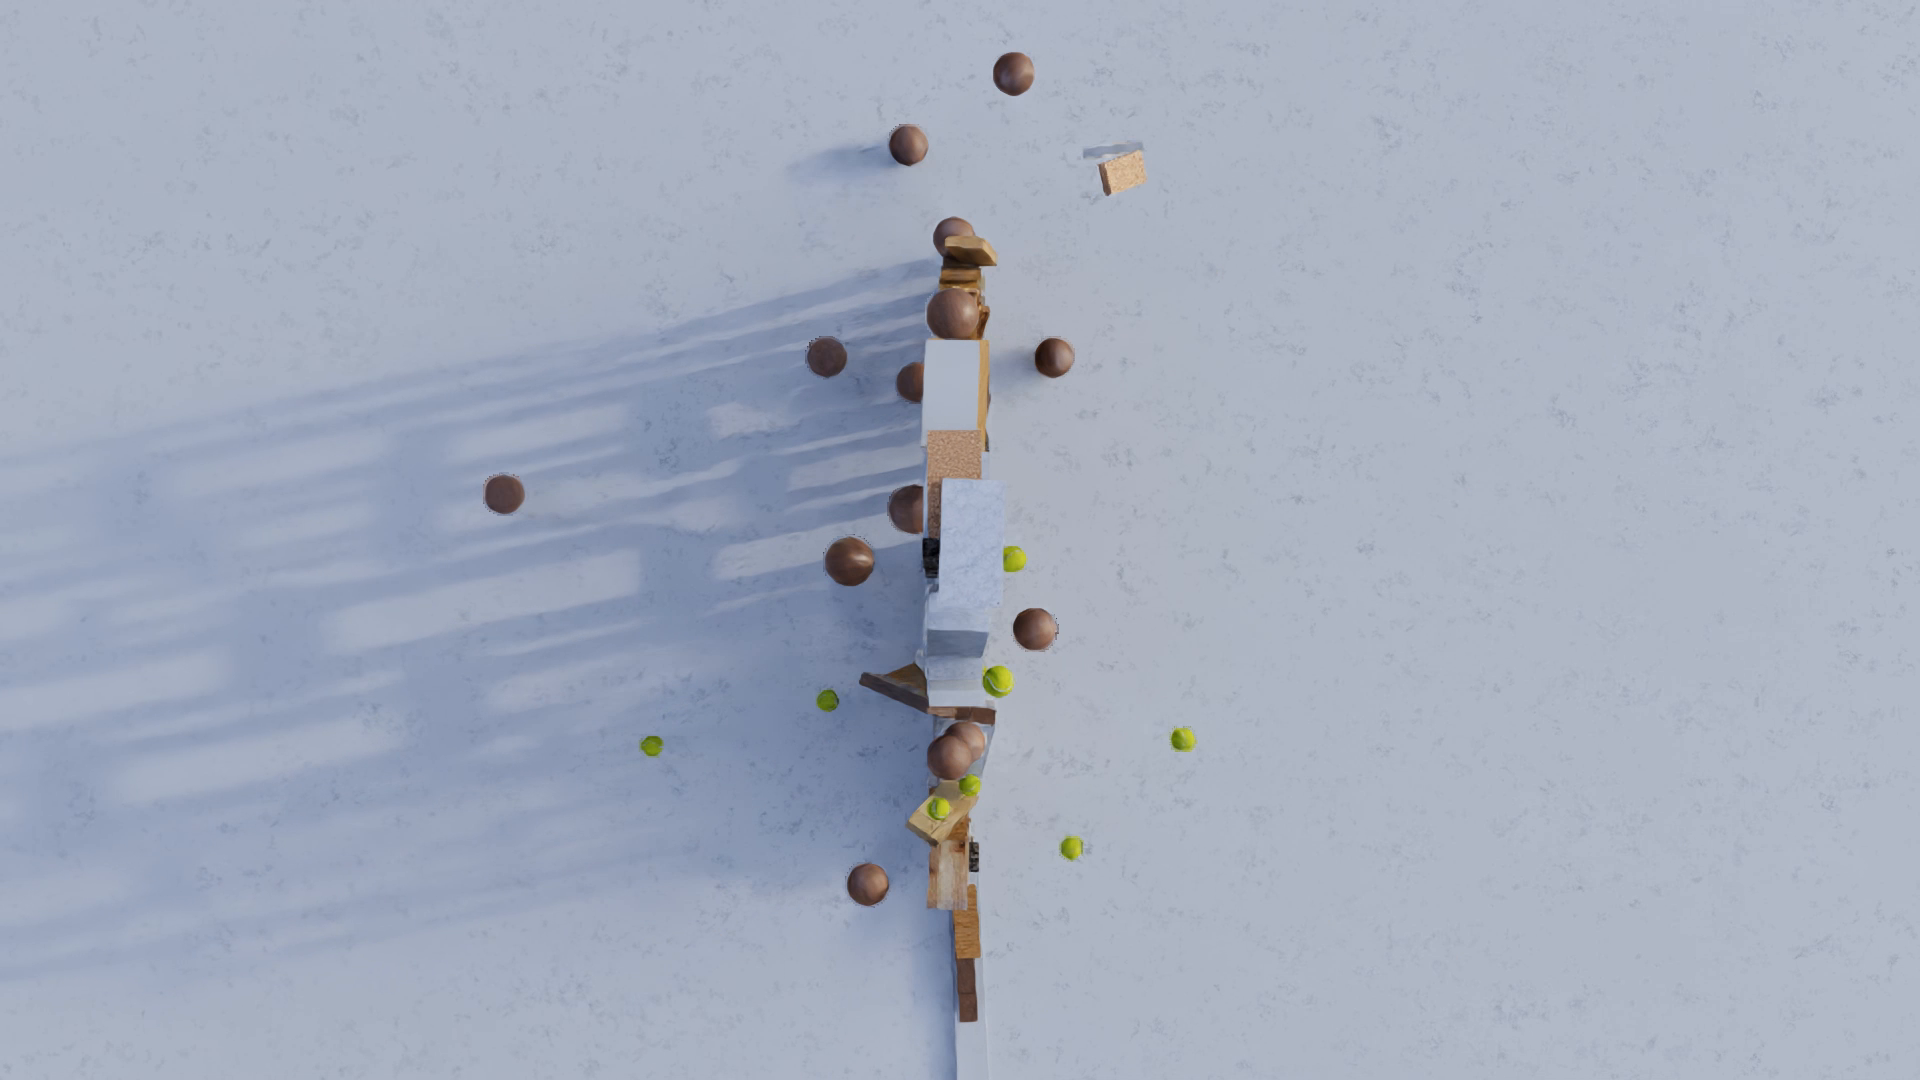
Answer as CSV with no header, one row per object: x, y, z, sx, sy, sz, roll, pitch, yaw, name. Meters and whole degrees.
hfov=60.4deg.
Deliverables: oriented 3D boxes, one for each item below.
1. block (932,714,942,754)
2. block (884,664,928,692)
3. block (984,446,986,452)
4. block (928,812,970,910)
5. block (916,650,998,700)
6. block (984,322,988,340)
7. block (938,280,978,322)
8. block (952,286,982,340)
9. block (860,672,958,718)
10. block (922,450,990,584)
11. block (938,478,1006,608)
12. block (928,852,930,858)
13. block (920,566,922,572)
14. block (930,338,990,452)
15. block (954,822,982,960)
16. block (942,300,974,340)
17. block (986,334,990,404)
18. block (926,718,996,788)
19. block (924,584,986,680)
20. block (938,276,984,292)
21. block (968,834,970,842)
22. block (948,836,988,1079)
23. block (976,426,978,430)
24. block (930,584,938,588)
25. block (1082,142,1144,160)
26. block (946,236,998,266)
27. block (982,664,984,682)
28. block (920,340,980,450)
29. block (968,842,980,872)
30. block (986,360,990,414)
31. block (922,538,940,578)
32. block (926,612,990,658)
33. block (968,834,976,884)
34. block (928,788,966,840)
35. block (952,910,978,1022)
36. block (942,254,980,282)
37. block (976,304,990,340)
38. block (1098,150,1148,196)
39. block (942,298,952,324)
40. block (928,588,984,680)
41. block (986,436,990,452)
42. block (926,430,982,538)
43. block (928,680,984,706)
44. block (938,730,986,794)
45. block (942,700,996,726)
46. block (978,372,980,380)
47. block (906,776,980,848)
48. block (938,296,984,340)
-0.006,0.637,5.373,0.168,0.048,0.337,2,126,0,block
-0.132,0.440,5.163,0.153,0.307,0.043,7,97,19,block
-0.008,-0.261,4.445,0.156,0.311,0.044,-2,85,0,block
-0.033,0.967,5.221,0.121,0.601,0.034,2,115,0,block
-0.013,0.415,5.081,0.153,0.357,0.043,3,103,-19,block
0.012,-0.563,4.819,0.131,0.261,0.037,2,130,0,block
-0.006,-0.665,4.591,0.106,0.212,0.030,-1,74,-1,block
0.007,-0.561,4.528,0.074,0.330,0.021,2,50,-4,block
-0.150,0.449,4.786,0.269,0.135,0.038,19,91,38,block
-0.009,-0.055,4.071,0.163,0.046,0.327,0,90,0,block
0.027,0.007,3.737,0.144,0.041,0.288,2,89,0,block
-0.038,1.035,5.356,0.121,0.060,0.017,1,115,-13,block
-0.015,0.073,4.257,0.163,0.327,0.046,12,90,0,block
-0.008,-0.363,4.281,0.156,0.044,0.311,3,81,1,block
0.012,1.141,5.410,0.080,0.023,0.447,-4,77,0,block
-0.008,-0.584,4.463,0.074,0.149,0.021,9,50,2,block
0.019,-0.569,5.198,0.141,0.040,0.282,-2,90,0,block
0.004,0.683,5.348,0.168,0.048,0.337,9,126,-5,block
-0.013,0.218,4.615,0.172,0.049,0.344,1,105,1,block
0.004,-0.778,5.086,0.131,0.829,0.037,0,97,0,block
-0.027,0.996,5.344,0.104,0.208,0.029,1,122,6,block
0.023,1.398,5.485,0.104,0.029,0.815,-3,90,0,block
-0.023,-0.260,4.107,0.131,0.263,0.037,3,91,1,block
-0.010,0.147,4.420,0.142,0.284,0.040,0,98,-1,block
0.440,-1.117,4.737,0.175,0.087,0.025,-5,98,7,block
0.034,-0.802,4.579,0.106,0.212,0.030,5,87,12,block
-0.011,0.330,4.469,0.142,0.283,0.040,-1,99,-1,block
-0.022,-0.349,3.968,0.131,0.037,0.263,2,81,1,block
0.032,1.026,5.341,0.060,0.121,0.017,-2,121,0,block
0.002,-0.417,4.524,0.156,0.417,0.044,1,81,1,block
-0.013,0.044,3.902,0.144,0.288,0.041,-1,79,0,block
-0.009,0.234,4.020,0.144,0.481,0.041,2,79,-1,block
0.005,1.049,5.408,0.080,0.023,0.159,-5,77,-1,block
-0.042,0.881,5.313,0.121,0.241,0.034,2,115,-2,block
0.011,1.299,5.462,0.060,0.017,0.590,-4,90,0,block
0.002,-0.825,4.969,0.106,1.079,0.030,0,102,0,block
0.013,-0.567,4.556,0.087,0.211,0.025,9,49,-12,block
0.456,-1.027,4.610,0.175,0.025,0.087,-30,111,-42,block
-0.005,-0.598,4.602,0.090,0.181,0.026,-1,52,-1,block
-0.010,0.268,4.284,0.142,0.040,0.283,1,105,-2,block
-0.005,-0.119,4.803,0.180,0.051,0.360,0,90,0,block
-0.012,-0.128,3.781,0.123,0.035,0.247,-1,90,0,block
-0.011,0.384,4.153,0.135,0.269,0.038,0,91,-2,block
0.003,0.715,5.268,0.135,0.324,0.038,4,51,-2,block
0.020,0.510,5.084,0.168,0.337,0.048,10,92,-1,block
-0.016,-0.433,4.136,0.131,0.263,0.037,2,90,1,block
-0.055,0.856,5.201,0.121,0.241,0.034,33,133,15,block
0.002,-0.569,4.704,0.131,0.037,0.261,1,78,0,block
